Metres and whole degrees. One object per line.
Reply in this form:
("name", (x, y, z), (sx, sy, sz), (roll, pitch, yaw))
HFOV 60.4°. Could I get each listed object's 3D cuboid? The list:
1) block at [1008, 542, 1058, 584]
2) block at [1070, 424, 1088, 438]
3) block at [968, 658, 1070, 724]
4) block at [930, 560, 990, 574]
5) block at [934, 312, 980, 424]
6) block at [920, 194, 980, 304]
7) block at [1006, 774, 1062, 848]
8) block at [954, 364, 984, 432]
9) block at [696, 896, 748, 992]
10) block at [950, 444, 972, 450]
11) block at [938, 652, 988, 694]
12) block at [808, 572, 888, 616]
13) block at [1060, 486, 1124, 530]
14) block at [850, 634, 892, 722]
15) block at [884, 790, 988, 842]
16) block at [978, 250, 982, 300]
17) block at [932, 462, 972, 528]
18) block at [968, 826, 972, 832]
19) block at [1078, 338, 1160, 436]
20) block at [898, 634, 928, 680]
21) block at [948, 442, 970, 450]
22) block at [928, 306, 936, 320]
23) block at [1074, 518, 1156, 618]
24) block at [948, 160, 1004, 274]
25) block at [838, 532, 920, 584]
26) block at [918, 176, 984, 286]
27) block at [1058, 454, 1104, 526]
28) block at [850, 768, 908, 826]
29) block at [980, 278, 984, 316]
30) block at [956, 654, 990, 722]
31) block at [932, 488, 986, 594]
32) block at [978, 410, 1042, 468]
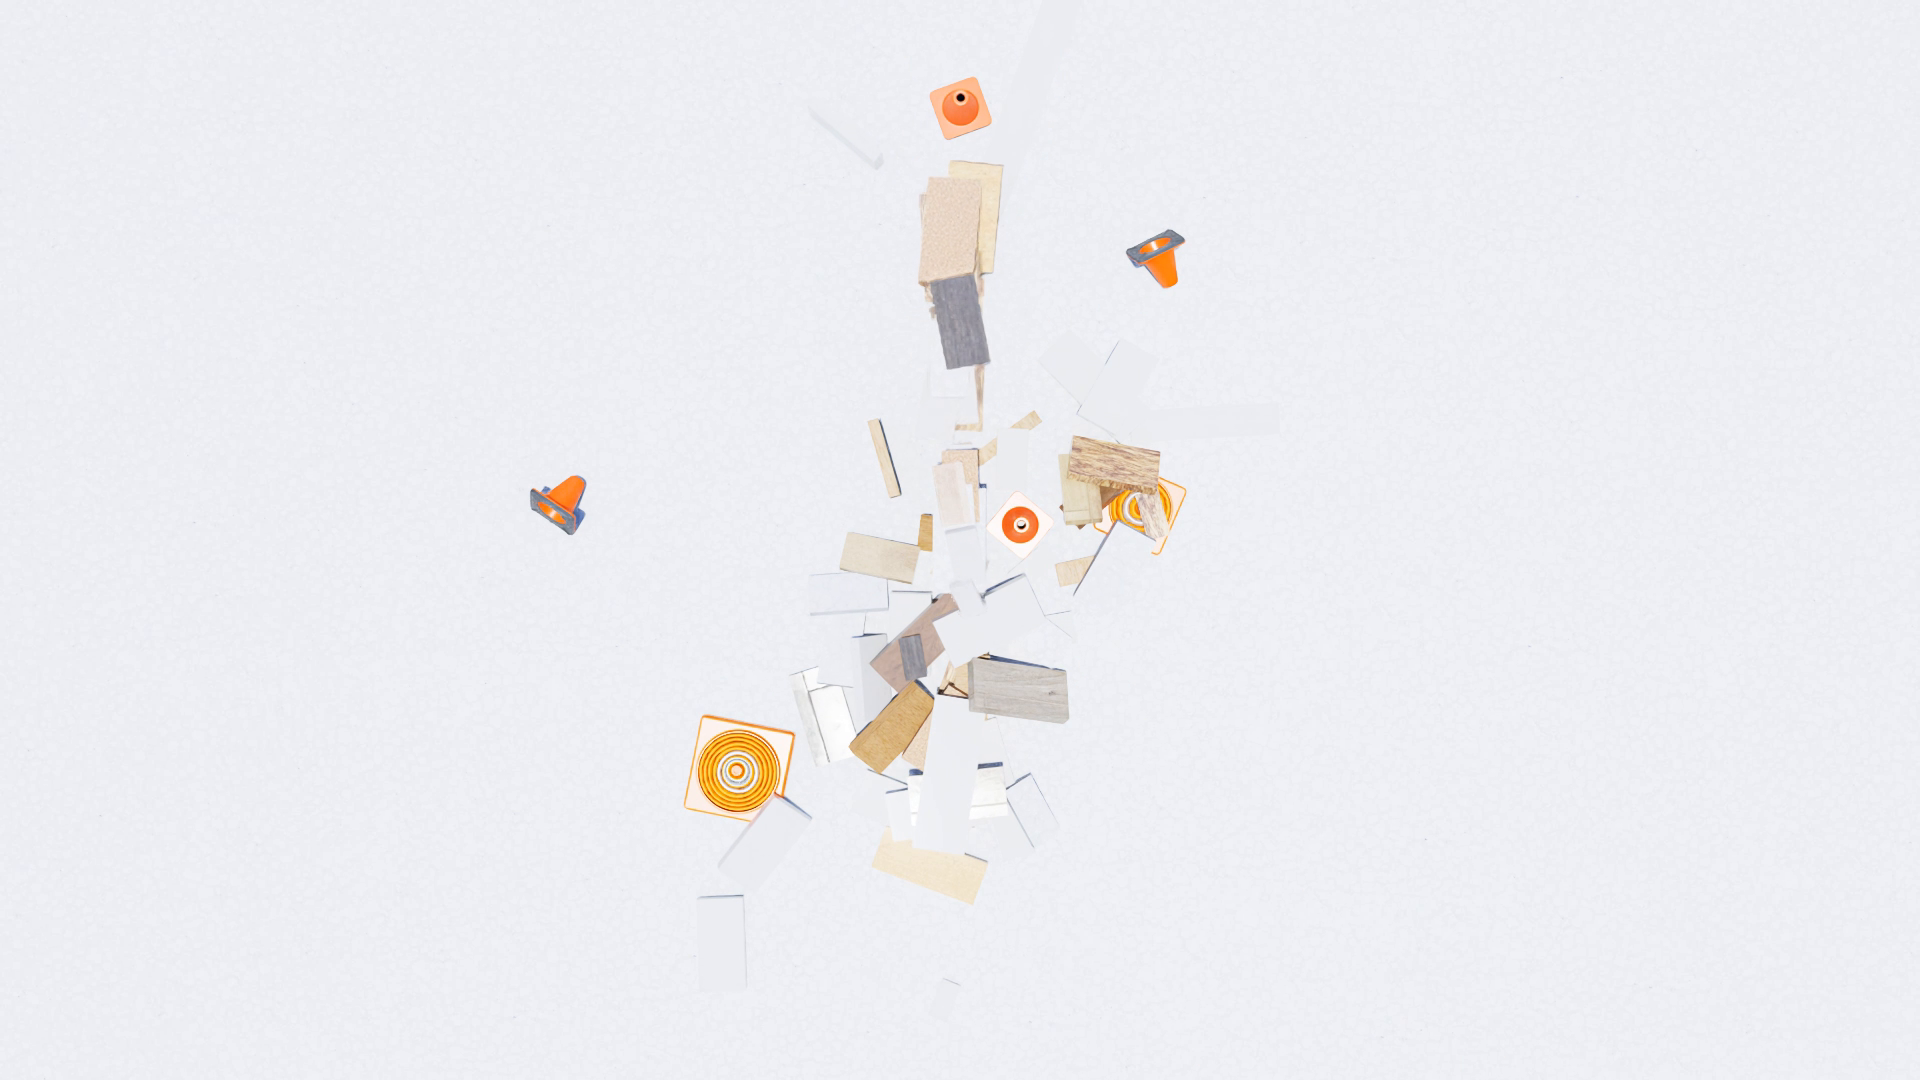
("block", (0.245, 0.089, 5.489), (0.157, 0.022, 0.078), (-41, 90, 0))
("block", (0.402, -0.332, 5.493), (0.048, 0.014, 0.095), (-14, 90, 0))
("block", (0.191, 0.494, 5.381), (0.338, 0.048, 0.169), (10, 60, -21))
("block", (0.002, 0.088, 5.335), (0.163, 0.327, 0.046), (24, 102, 0))
("block", (-0.012, -0.591, 5.382), (0.112, 0.032, 0.428), (-4, 104, 6))
("block", (-0.034, -0.951, 5.362), (0.174, 0.049, 0.347), (-3, 95, 6))
("block", (0.236, 0.898, 5.462), (0.107, 0.030, 0.214), (-30, 94, -17))
("block", (0.004, -0.508, 5.449), (0.146, 0.041, 0.292), (1, 102, 0))
("block", (-0.791, 1.340, 5.478), (0.153, 0.043, 0.305), (-2, 90, 0))
("block", (0.002, -0.235, 5.342), (0.074, 0.021, 0.148), (0, 90, 0))
("block", (0.010, 0.433, 5.467), (0.110, 0.031, 0.221), (19, 98, -1))
("block", (-0.369, 0.176, 5.459), (0.259, 0.037, 0.130), (-4, 68, 0))
("block", (0.438, -0.138, 5.460), (0.205, 0.029, 0.103), (-42, 59, 1))
("block", (-0.292, 0.454, 5.434), (0.039, 0.137, 0.274), (-4, 90, 39))
("block", (-0.078, 0.884, 5.435), (0.314, 0.044, 0.157), (-11, 87, -2))
("block", (-0.005, -0.805, 5.418), (0.146, 0.041, 0.293), (2, 95, 6))
("block", (-0.026, -0.139, 5.055), (0.094, 0.027, 0.189), (-9, 89, 0))
("block", (0.028, 0.899, 5.473), (0.064, 0.018, 0.128), (26, 90, 0))
("block", (0.520, -0.502, 5.416), (0.143, 0.041, 0.286), (30, 89, 5))
("block", (-0.154, 0.381, 5.366), (0.071, 0.020, 0.142), (-11, 99, -8))
("block", (0.001, -0.297, 5.426), (0.074, 0.148, 0.021), (-11, 87, 0))
("block", (-0.068, -0.720, 5.404), (0.048, 0.014, 0.095), (-14, 93, 7))
("block", (0.510, 0.094, 5.439), (0.148, 0.042, 0.295), (28, 104, -5))
("block", (0.038, -1.061, 5.411), (0.174, 0.049, 0.347), (7, 109, 5))
("block", (-0.265, 0.061, 5.457), (0.248, 0.035, 0.124), (12, 74, 4))
("block", (-0.029, -0.983, 5.273), (0.174, 0.049, 0.347), (5, 82, 5))
("block", (0.396, -0.170, 5.432), (0.123, 0.035, 0.246), (-5, 65, 0))
("block", (-0.201, 0.883, 5.479), (0.292, 0.041, 0.146), (21, 90, 0))
("block", (0.002, -0.725, 5.479), (0.146, 0.041, 0.292), (2, 90, 0))
("block", (0.039, 0.485, 5.442), (0.110, 0.031, 0.221), (2, 99, 0))
("block", (-0.002, 0.002, 5.148), (0.163, 0.046, 0.327), (0, 89, 0))
("block", (0.155, -0.337, 5.493), (0.261, 0.014, 0.048), (-36, 90, 0))
